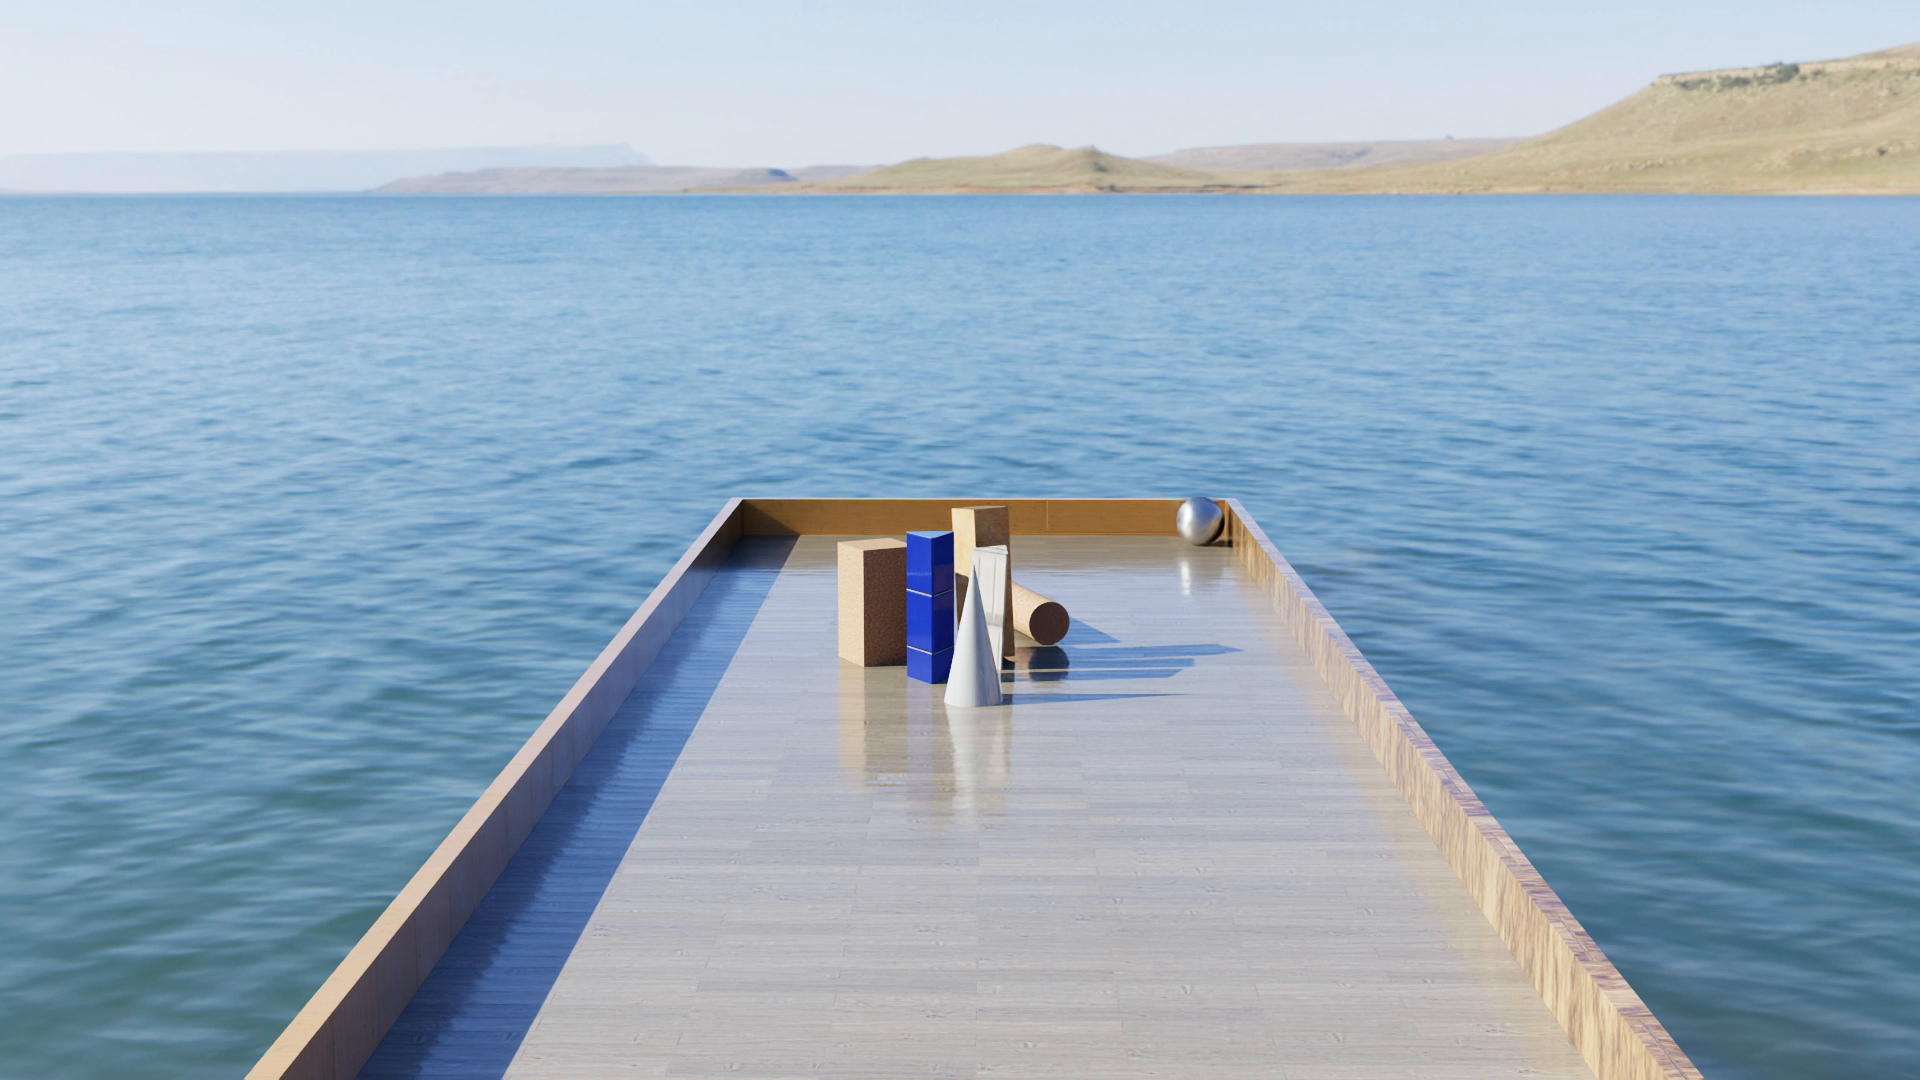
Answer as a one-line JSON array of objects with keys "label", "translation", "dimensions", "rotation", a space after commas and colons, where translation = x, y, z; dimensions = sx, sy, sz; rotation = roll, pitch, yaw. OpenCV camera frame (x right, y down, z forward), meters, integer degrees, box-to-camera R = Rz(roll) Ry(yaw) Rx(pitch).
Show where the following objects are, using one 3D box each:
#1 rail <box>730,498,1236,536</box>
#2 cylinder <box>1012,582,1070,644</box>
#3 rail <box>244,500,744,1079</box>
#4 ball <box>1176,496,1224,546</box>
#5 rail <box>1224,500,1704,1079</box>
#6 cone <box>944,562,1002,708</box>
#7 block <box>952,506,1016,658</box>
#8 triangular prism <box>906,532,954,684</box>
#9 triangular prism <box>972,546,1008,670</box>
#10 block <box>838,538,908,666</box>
[{"label": "rail", "translation": [0.099, -0.098, 9.147], "dimensions": [2.100, 0.150, 0.050], "rotation": [0, 9, 1]}, {"label": "cylinder", "translation": [0.208, 0.228, 7.133], "dimensions": [0.137, 0.137, 0.458], "rotation": [-3, 10, -19]}, {"label": "rail", "translation": [-1.004, 0.839, 3.234], "dimensions": [0.050, 0.150, 12.000], "rotation": [0, 9, 1]}, {"label": "ball", "translation": [0.970, -0.078, 8.873], "dimensions": [0.196, 0.196, 0.196], "rotation": [0, 9, 0]}, {"label": "rail", "translation": [1.046, 0.843, 3.208], "dimensions": [0.050, 0.150, 12.000], "rotation": [0, 9, 1]}, {"label": "cone", "translation": [0.038, 0.252, 6.140], "dimensions": [0.165, 0.399, 0.165], "rotation": [0, 9, 0]}, {"label": "block", "translation": [0.072, 0.128, 6.712], "dimensions": [0.124, 0.456, 0.124], "rotation": [-6, 5, -32]}, {"label": "triangular prism", "translation": [-0.067, 0.192, 6.426], "dimensions": [0.119, 0.430, 0.137], "rotation": [-6, 11, -34]}, {"label": "triangular prism", "translation": [0.104, 0.198, 6.593], "dimensions": [0.116, 0.356, 0.100], "rotation": [9, 14, 26]}, {"label": "block", "translation": [-0.252, 0.187, 6.695], "dimensions": [0.177, 0.354, 0.177], "rotation": [-5, 10, -28]}]
